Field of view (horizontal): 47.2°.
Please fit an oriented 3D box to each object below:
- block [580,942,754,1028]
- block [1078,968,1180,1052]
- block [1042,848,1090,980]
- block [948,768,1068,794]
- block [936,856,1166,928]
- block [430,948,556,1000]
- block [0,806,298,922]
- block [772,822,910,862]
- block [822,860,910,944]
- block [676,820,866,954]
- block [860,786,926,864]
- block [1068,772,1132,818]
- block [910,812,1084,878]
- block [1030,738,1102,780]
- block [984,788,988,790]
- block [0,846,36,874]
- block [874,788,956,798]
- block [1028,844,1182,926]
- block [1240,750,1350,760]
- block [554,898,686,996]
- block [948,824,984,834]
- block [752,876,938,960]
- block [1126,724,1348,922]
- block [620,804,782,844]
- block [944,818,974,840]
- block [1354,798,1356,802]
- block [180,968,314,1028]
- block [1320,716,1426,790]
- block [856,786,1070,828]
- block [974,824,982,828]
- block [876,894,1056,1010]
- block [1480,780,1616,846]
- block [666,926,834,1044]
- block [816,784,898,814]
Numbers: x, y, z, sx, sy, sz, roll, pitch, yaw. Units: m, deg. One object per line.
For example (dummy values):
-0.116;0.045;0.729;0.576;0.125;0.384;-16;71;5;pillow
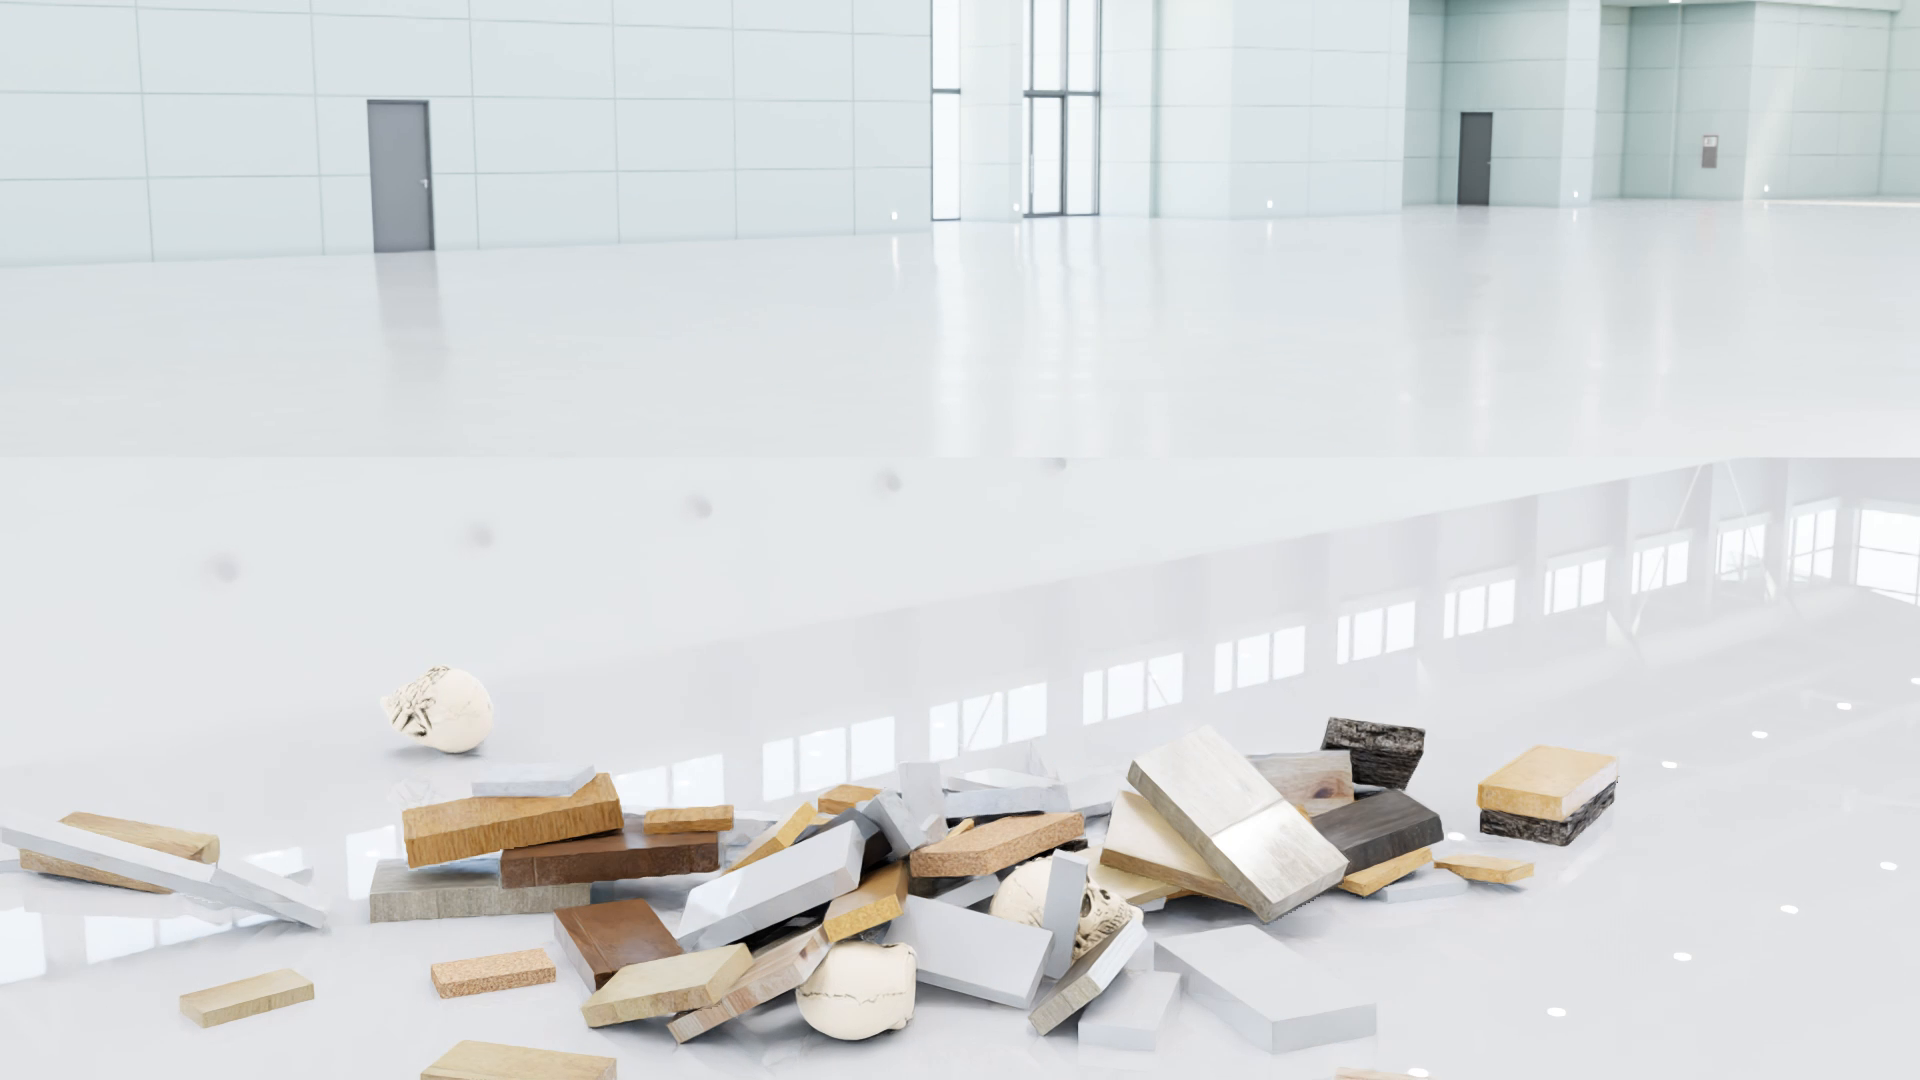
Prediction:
-0.414;0.629;3.108;0.229;0.032;0.114;-17;13;30;block
0.245;0.670;3.153;0.108;0.031;0.217;3;11;15;block
0.149;0.553;3.232;0.051;0.237;0.015;16;36;14;block
0.087;0.454;4.032;0.111;0.031;0.222;-5;5;-34;block
0.136;0.564;3.522;0.374;0.031;0.111;-6;45;-17;block
-0.698;0.648;3.290;0.169;0.024;0.085;-5;11;-23;block
-1.258;0.504;3.408;0.502;0.024;0.085;27;1;-39;block
-0.190;0.512;3.695;0.271;0.032;0.112;-4;-26;45;block
-0.135;0.532;3.264;0.108;0.031;0.423;-21;-2;-1;block
-0.289;0.537;3.381;0.292;0.041;0.146;-25;18;11;block
-0.107;0.451;3.451;0.028;0.099;0.239;-32;-7;-15;block
0.232;0.475;4.045;0.164;0.023;0.082;-12;29;-8;block
0.064;0.484;3.510;0.131;0.037;0.368;-6;0;27;block
0.217;0.451;4.330;0.111;0.031;0.335;-1;11;-7;block
0.056;0.478;3.916;0.070;0.020;0.140;15;-25;-11;block
-1.580;0.549;3.824;0.167;0.024;0.084;-3;11;-15;block
-0.074;0.457;3.871;0.140;0.020;0.070;-9;-15;26;block
0.235;0.542;3.518;0.222;0.031;0.111;-15;49;-25;block
0.542;0.460;3.922;0.314;0.157;0.044;-2;-4;-9;block
-0.521;0.624;3.373;0.145;0.041;0.291;-4;11;-22;block
0.011;0.513;3.870;0.054;0.015;0.200;-9;-7;10;block
-0.203;0.596;3.335;0.118;0.034;0.388;-23;-2;42;block
0.445;0.451;3.547;0.170;0.048;0.340;-21;51;-33;block
-0.465;0.501;3.880;0.292;0.041;0.146;4;-2;-7;block
-0.007;0.495;3.556;0.015;0.051;0.103;13;22;22;block
0.650;0.483;4.088;0.164;0.023;0.082;-2;36;-10;block
-1.037;0.665;3.199;0.167;0.024;0.084;-9;14;-41;block
0.762;0.400;4.102;0.170;0.048;0.340;7;-16;8;block
0.004;0.464;3.785;0.338;0.041;0.145;-8;-15;23;block
-0.001;0.502;3.669;0.107;0.015;0.054;-14;11;-22;block
0.008;0.606;3.246;0.237;0.034;0.118;11;48;19;block
1.092;0.492;4.075;0.157;0.044;0.314;6;12;31;block
-0.292;0.620;3.070;0.229;0.032;0.114;-30;6;23;block
-0.157;0.494;4.109;0.197;0.028;0.099;5;12;25;block
